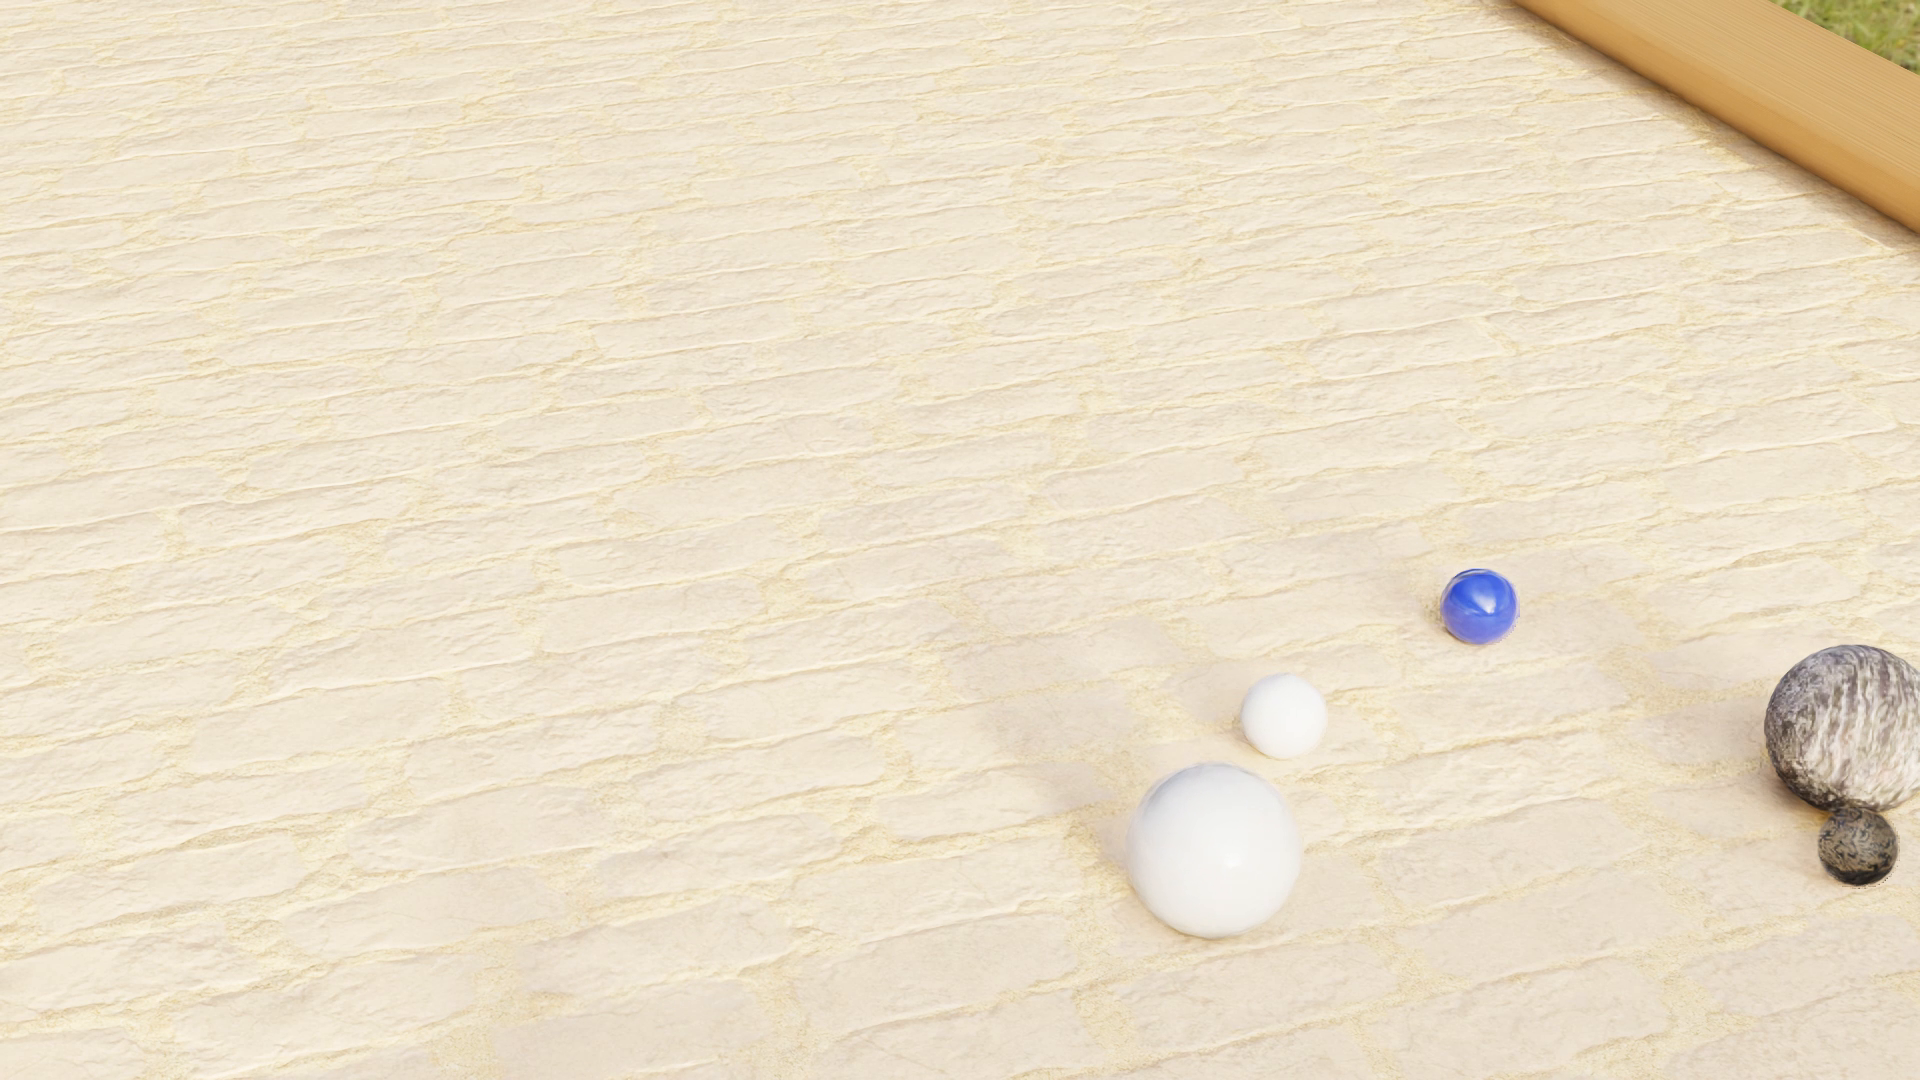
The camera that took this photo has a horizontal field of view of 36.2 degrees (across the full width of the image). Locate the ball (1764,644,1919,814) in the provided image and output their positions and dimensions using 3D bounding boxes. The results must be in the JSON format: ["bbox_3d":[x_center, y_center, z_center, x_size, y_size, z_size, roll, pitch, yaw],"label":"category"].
[{"bbox_3d":[0.503,0.107,1.654,0.097,0.097,0.097,0,27,0],"label":"ball"}]

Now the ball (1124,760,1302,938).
[{"bbox_3d":[0.133,0.163,1.550,0.093,0.093,0.093,0,27,0],"label":"ball"}]

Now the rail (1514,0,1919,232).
[{"bbox_3d":[0.593,-0.555,2.895,0.045,0.126,3.521,-9,29,-17],"label":"rail"}]

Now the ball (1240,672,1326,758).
[{"bbox_3d":[0.188,0.102,1.714,0.050,0.050,0.050,0,27,0],"label":"ball"}]

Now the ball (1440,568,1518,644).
[{"bbox_3d":[0.324,0.041,1.834,0.048,0.048,0.048,0,27,0],"label":"ball"}]

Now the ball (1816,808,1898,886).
[{"bbox_3d":[0.488,0.167,1.598,0.043,0.043,0.043,0,27,0],"label":"ball"}]
